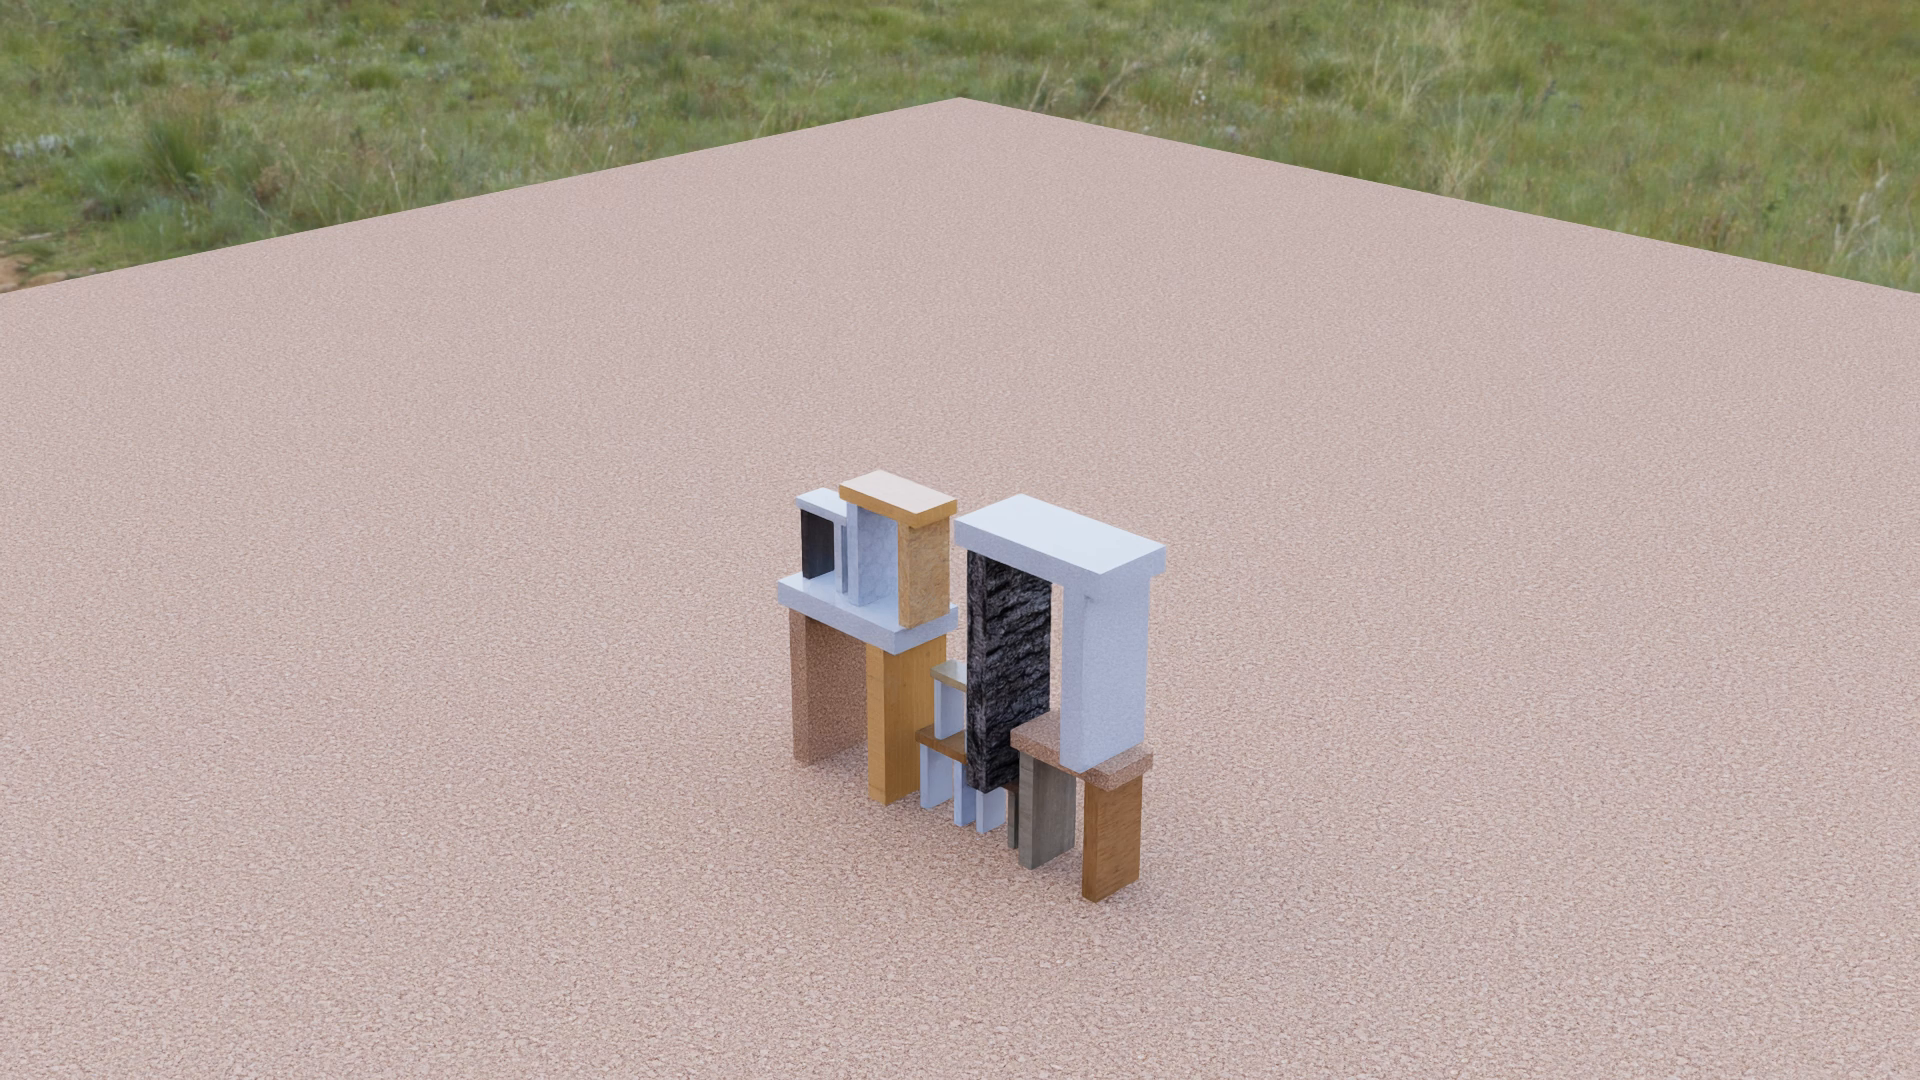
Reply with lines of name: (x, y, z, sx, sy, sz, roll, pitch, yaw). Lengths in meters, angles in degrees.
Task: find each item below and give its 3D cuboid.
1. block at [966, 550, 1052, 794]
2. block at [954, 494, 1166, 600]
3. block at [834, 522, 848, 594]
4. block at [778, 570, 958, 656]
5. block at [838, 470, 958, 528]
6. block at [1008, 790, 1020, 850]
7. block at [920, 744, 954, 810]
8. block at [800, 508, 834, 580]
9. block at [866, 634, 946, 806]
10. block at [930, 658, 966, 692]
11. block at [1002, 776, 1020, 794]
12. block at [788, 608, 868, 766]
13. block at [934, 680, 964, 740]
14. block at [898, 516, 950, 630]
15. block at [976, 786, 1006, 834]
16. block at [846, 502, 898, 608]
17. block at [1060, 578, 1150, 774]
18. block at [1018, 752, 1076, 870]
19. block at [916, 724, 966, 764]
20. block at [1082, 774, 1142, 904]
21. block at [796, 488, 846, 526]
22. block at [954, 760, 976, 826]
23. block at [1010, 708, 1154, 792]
block: (0.094, 0.228, 4.211, 0.051, 0.497, 0.180, 21, 31, 40)
block: (0.180, 0.009, 4.026, 0.359, 0.051, 0.180, 21, 31, 40)
block: (-0.220, 0.026, 4.476, 0.022, 0.152, 0.076, 21, 31, 41)
block: (-0.190, 0.131, 4.487, 0.352, 0.050, 0.176, 21, 31, 41)
block: (-0.123, -0.082, 4.320, 0.110, 0.031, 0.221, -21, 31, -41)
block: (0.123, 0.539, 4.326, 0.018, 0.129, 0.064, 21, 31, 41)
block: (-0.047, 0.468, 4.470, 0.021, 0.146, 0.073, 21, 31, 41)
block: (-0.292, -0.002, 4.542, 0.076, 0.152, 0.022, -21, 31, -41)
block: (-0.107, 0.348, 4.489, 0.050, 0.352, 0.176, 21, 31, 41)
block: (0.010, 0.272, 4.336, 0.131, 0.018, 0.065, 21, 31, 41)
block: (0.090, 0.460, 4.324, 0.129, 0.018, 0.064, 21, 31, 40)
block: (-0.273, 0.283, 4.642, 0.050, 0.352, 0.176, 21, 31, 41)
block: (-0.021, 0.328, 4.394, 0.018, 0.130, 0.065, 21, 31, 41)
block: (-0.071, 0.055, 4.321, 0.031, 0.220, 0.110, 21, 31, 41)
block: (0.062, 0.515, 4.382, 0.018, 0.129, 0.064, 21, 31, 40)
block: (-0.175, 0.014, 4.417, 0.031, 0.220, 0.110, 21, 31, 41)
block: (0.265, 0.231, 4.029, 0.051, 0.359, 0.180, 21, 31, 41)
block: (0.170, 0.502, 4.257, 0.035, 0.249, 0.125, 21, 31, 41)
block: (-0.013, 0.405, 4.406, 0.146, 0.021, 0.073, 21, 31, 41)
block: (0.287, 0.548, 4.149, 0.035, 0.249, 0.125, 21, 31, 41)
block: (-0.256, -0.068, 4.475, 0.076, 0.022, 0.152, -21, 31, -41)
block: (0.021, 0.495, 4.407, 0.021, 0.146, 0.073, 21, 31, 41)
block: (0.228, 0.394, 4.148, 0.249, 0.035, 0.125, 21, 31, 41)
